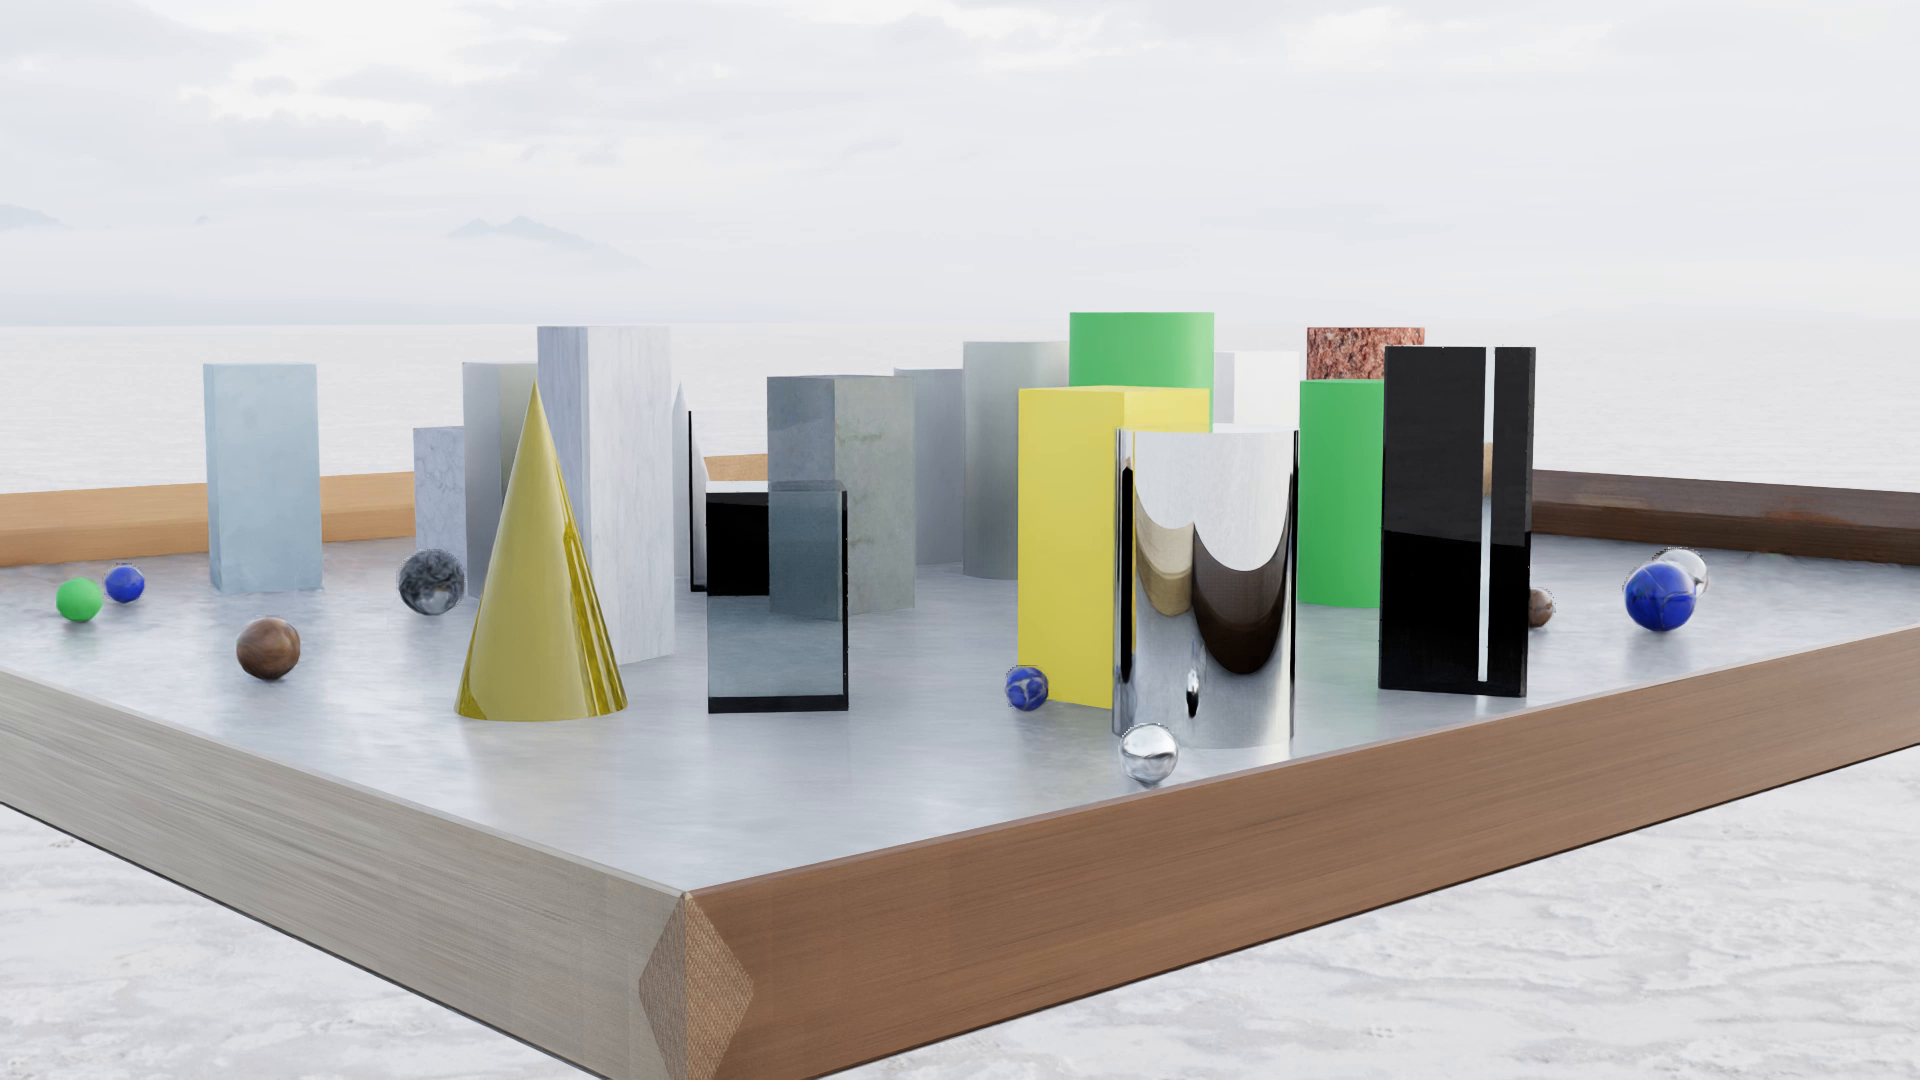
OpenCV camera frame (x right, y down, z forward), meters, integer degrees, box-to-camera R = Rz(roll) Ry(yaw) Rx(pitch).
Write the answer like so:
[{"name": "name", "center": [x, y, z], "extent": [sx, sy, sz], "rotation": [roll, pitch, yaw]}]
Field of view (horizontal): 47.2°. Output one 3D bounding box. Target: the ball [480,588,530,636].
[{"name": "ball", "center": [-0.621, 0.099, 3.000], "extent": [0.066, 0.066, 0.066], "rotation": [0, 6, 0]}]

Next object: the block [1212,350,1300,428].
[{"name": "block", "center": [0.511, -0.162, 4.041], "extent": [0.155, 0.367, 0.155], "rotation": [-4, 7, -34]}]

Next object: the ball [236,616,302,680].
[{"name": "ball", "center": [-0.833, 0.130, 2.650], "extent": [0.076, 0.076, 0.076], "rotation": [0, 6, 0]}]

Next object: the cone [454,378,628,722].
[{"name": "cone", "center": [-0.471, 0.003, 2.456], "extent": [0.193, 0.370, 0.193], "rotation": [0, 6, 0]}]

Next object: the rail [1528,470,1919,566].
[{"name": "rail", "center": [1.129, -0.076, 4.368], "extent": [0.045, 0.126, 2.940], "rotation": [-6, 8, -42]}]

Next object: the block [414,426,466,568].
[{"name": "block", "center": [-0.850, -0.079, 3.875], "extent": [0.155, 0.237, 0.155], "rotation": [5, 8, 42]}]

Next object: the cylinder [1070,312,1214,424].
[{"name": "cylinder", "center": [0.243, -0.086, 2.967], "extent": [0.193, 0.440, 0.193], "rotation": [0, 6, 0]}]

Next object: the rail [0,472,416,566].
[{"name": "rail", "center": [-0.981, -0.078, 4.389], "extent": [3.121, 0.126, 0.045], "rotation": [-6, 8, -42]}]

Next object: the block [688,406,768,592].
[{"name": "block", "center": [-0.353, -0.069, 3.538], "extent": [0.155, 0.287, 0.155], "rotation": [0, 6, -4]}]

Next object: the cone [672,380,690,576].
[{"name": "cone", "center": [-0.474, -0.111, 3.754], "extent": [0.193, 0.326, 0.193], "rotation": [0, 6, 0]}]

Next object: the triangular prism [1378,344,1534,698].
[{"name": "triangular prism", "center": [0.597, -0.029, 2.606], "extent": [0.168, 0.402, 0.145], "rotation": [2, 6, 21]}]

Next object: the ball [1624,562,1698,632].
[{"name": "ball", "center": [0.969, 0.079, 3.043], "extent": [0.097, 0.097, 0.097], "rotation": [0, 6, 0]}]

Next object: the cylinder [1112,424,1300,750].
[{"name": "cylinder", "center": [0.257, 0.043, 2.312], "extent": [0.193, 0.321, 0.193], "rotation": [0, 6, 0]}]

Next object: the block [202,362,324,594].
[{"name": "block", "center": [-1.120, -0.104, 3.533], "extent": [0.155, 0.358, 0.155], "rotation": [-3, 7, -25]}]

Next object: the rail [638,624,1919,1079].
[{"name": "rail", "center": [0.981, 0.144, 2.275], "extent": [3.121, 0.126, 0.045], "rotation": [-6, 8, -42]}]

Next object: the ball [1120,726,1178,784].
[{"name": "ball", "center": [0.178, 0.202, 2.071], "extent": [0.055, 0.055, 0.055], "rotation": [0, 6, 0]}]

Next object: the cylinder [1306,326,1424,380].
[{"name": "cylinder", "center": [0.675, -0.148, 3.683], "extent": [0.193, 0.414, 0.193], "rotation": [0, 6, 0]}]

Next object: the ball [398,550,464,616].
[{"name": "ball", "center": [-0.770, 0.063, 3.204], "extent": [0.095, 0.095, 0.095], "rotation": [0, 6, 0]}]

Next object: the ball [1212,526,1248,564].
[{"name": "ball", "center": [0.469, 0.009, 3.844], "extent": [0.069, 0.069, 0.069], "rotation": [0, 6, 0]}]

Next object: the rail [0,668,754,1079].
[{"name": "rail", "center": [-1.129, 0.142, 2.296], "extent": [0.045, 0.126, 2.940], "rotation": [-6, 8, -42]}]

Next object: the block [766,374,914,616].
[{"name": "block", "center": [-0.177, -0.071, 3.277], "extent": [0.155, 0.345, 0.155], "rotation": [-6, 8, -44]}]

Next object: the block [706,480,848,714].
[{"name": "block", "center": [-0.210, 0.061, 2.500], "extent": [0.155, 0.245, 0.155], "rotation": [-1, 6, -6]}]

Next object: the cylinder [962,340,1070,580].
[{"name": "cylinder", "center": [0.101, -0.138, 3.703], "extent": [0.193, 0.391, 0.193], "rotation": [0, 6, 0]}]

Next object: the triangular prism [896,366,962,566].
[{"name": "triangular prism", "center": [-0.073, -0.135, 3.909], "extent": [0.168, 0.341, 0.145], "rotation": [-4, 7, -37]}]

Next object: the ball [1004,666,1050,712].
[{"name": "ball", "center": [0.074, 0.165, 2.443], "extent": [0.050, 0.050, 0.050], "rotation": [0, 6, 0]}]

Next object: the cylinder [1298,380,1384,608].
[{"name": "cylinder", "center": [0.616, -0.075, 3.368], "extent": [0.193, 0.335, 0.193], "rotation": [0, 6, 0]}]

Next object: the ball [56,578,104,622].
[{"name": "ball", "center": [-1.257, 0.085, 3.138], "extent": [0.063, 0.063, 0.063], "rotation": [0, 6, 0]}]

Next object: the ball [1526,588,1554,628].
[{"name": "ball", "center": [0.802, 0.095, 3.078], "extent": [0.056, 0.056, 0.056], "rotation": [0, 6, 0]}]

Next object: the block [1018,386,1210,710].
[{"name": "block", "center": [0.176, 0.003, 2.535], "extent": [0.155, 0.354, 0.155], "rotation": [6, 8, 43]}]

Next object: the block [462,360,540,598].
[{"name": "block", "center": [-0.661, -0.092, 3.390], "extent": [0.155, 0.363, 0.155], "rotation": [-4, 7, -33]}]

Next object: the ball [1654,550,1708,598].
[{"name": "ball", "center": [1.081, 0.057, 3.308], "extent": [0.085, 0.085, 0.085], "rotation": [0, 6, 0]}]

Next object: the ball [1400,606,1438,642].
[{"name": "ball", "center": [0.615, 0.112, 2.947], "extent": [0.050, 0.050, 0.050], "rotation": [0, 6, 0]}]

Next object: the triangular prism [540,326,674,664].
[{"name": "triangular prism", "center": [-0.477, -0.060, 2.804], "extent": [0.145, 0.423, 0.168], "rotation": [4, 7, 31]}]

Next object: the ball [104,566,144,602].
[{"name": "ball", "center": [-1.270, 0.067, 3.344], "extent": [0.057, 0.057, 0.057], "rotation": [0, 6, 0]}]
